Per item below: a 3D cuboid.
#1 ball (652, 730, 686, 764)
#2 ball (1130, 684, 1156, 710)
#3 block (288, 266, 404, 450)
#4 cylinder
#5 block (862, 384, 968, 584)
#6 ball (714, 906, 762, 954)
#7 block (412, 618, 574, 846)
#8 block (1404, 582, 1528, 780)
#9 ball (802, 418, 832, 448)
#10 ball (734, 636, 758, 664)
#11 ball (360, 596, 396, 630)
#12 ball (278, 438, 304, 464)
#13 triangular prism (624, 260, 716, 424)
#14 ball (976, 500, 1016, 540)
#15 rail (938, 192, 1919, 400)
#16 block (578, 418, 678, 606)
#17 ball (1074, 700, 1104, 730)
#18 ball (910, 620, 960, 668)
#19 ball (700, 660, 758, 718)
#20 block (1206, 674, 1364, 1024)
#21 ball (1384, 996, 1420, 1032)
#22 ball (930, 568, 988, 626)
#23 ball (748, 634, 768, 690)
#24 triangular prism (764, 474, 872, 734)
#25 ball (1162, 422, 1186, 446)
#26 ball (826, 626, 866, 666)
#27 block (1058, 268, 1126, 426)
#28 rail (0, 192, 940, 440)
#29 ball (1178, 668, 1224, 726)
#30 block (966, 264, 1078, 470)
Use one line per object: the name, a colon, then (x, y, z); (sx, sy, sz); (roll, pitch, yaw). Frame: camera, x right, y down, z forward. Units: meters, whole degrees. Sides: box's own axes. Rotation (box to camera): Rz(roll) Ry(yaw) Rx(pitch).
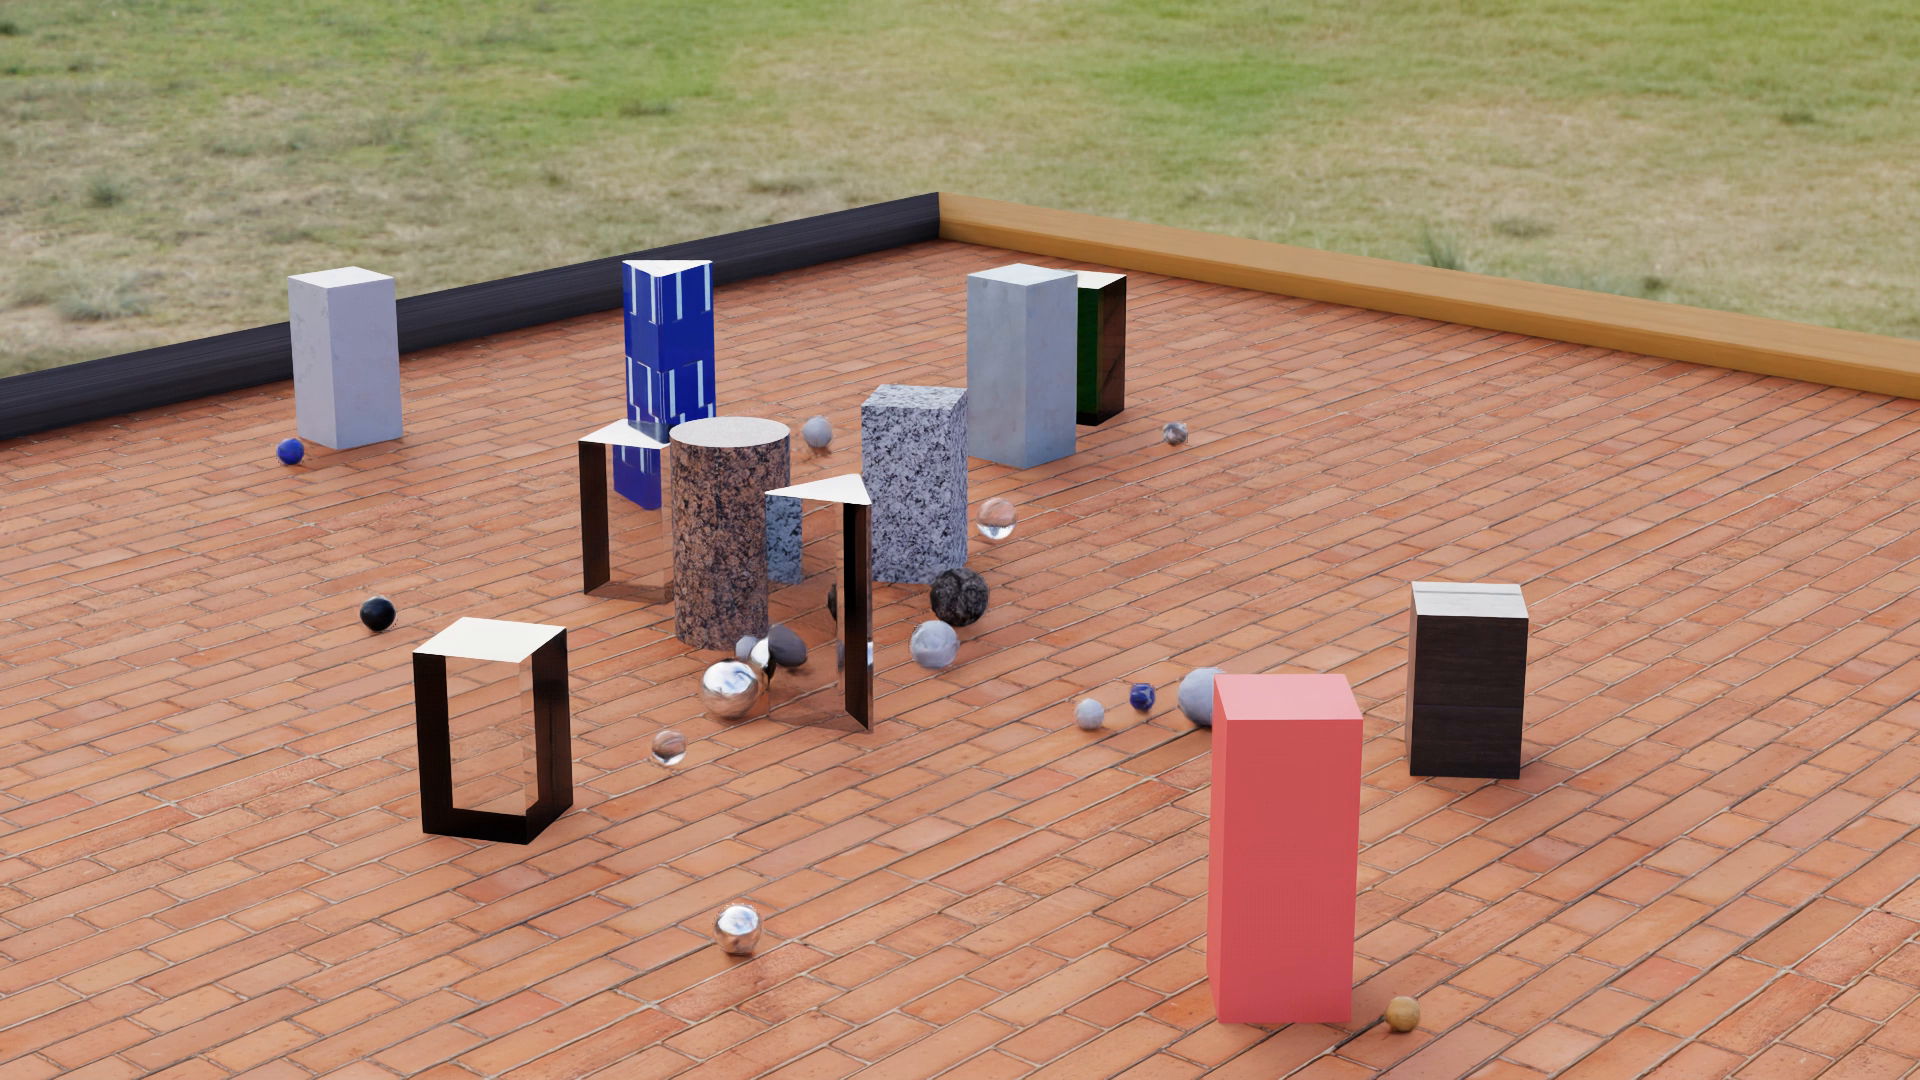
ball: (-0.431, 0.307, 4.345); (0.051, 0.051, 0.051); (0, 17, 0)
ball: (0.284, 0.245, 4.568); (0.041, 0.041, 0.041); (0, 17, 0)
block: (-1.284, -0.382, 6.129); (0.159, 0.342, 0.159); (-15, 22, -40)
cylinder: (-0.380, -0.012, 4.888); (0.199, 0.349, 0.199); (0, 17, 0)
block: (-0.079, -0.099, 5.228); (0.159, 0.321, 0.159); (3, 17, 11)
ball: (-0.280, 0.493, 3.711); (0.061, 0.061, 0.061); (0, 17, 0)
block: (-0.652, 0.266, 4.109); (0.159, 0.267, 0.159); (5, 17, 16)
block: (0.747, 0.206, 4.338); (0.159, 0.249, 0.159); (2, 17, 5)
ball: (-0.295, -0.222, 6.081); (0.064, 0.064, 0.064); (0, 17, 0)
ball: (-0.344, 0.179, 4.779); (0.046, 0.046, 0.046); (0, 17, 0)
ball: (-0.981, 0.124, 4.942); (0.059, 0.059, 0.059); (0, 17, 0)
ball: (-1.360, -0.181, 5.960); (0.054, 0.054, 0.054); (0, 17, 0)
triangular prism: (-0.592, -0.319, 5.742); (0.149, 0.446, 0.172); (10, 19, 29)
ball: (0.068, -0.039, 5.455); (0.074, 0.074, 0.074); (0, 17, 0)
rail: (1.593, -0.497, 6.876); (4.422, 0.129, 0.045); (14, 22, 39)
block: (-0.554, -0.050, 5.135); (0.159, 0.281, 0.159); (7, 18, 21)
ball: (0.198, 0.267, 4.486); (0.047, 0.047, 0.047); (0, 17, 0)
ball: (-0.041, 0.169, 4.755); (0.080, 0.080, 0.080); (0, 17, 0)
ball: (-0.357, 0.230, 4.531); (0.092, 0.092, 0.092); (0, 17, 0)
block: (0.389, 0.372, 3.547); (0.159, 0.388, 0.159); (0, 17, -1)
ball: (0.528, 0.566, 3.503); (0.042, 0.042, 0.042); (0, 17, 0)
ball: (-0.001, 0.097, 4.960); (0.099, 0.099, 0.099); (0, 17, 0)
ball: (-0.290, 0.194, 4.648); (0.094, 0.094, 0.094); (0, 17, 0)
triangular prism: (-0.188, 0.092, 4.515); (0.172, 0.365, 0.149); (6, 18, 20)
ball: (0.446, -0.221, 6.101); (0.050, 0.050, 0.050); (0, 17, 0)
ball: (-0.186, 0.171, 4.772); (0.066, 0.066, 0.066); (0, 17, 0)
block: (0.253, -0.416, 6.316); (0.159, 0.300, 0.159); (8, 18, 24)
rail: (-1.651, -0.381, 6.493); (0.045, 0.129, 4.906); (14, 22, 39)
ball: (0.378, 0.241, 4.501); (0.089, 0.089, 0.089); (0, 17, 0)
block: (0.126, -0.356, 5.983); (0.159, 0.378, 0.159); (15, 22, 40)
